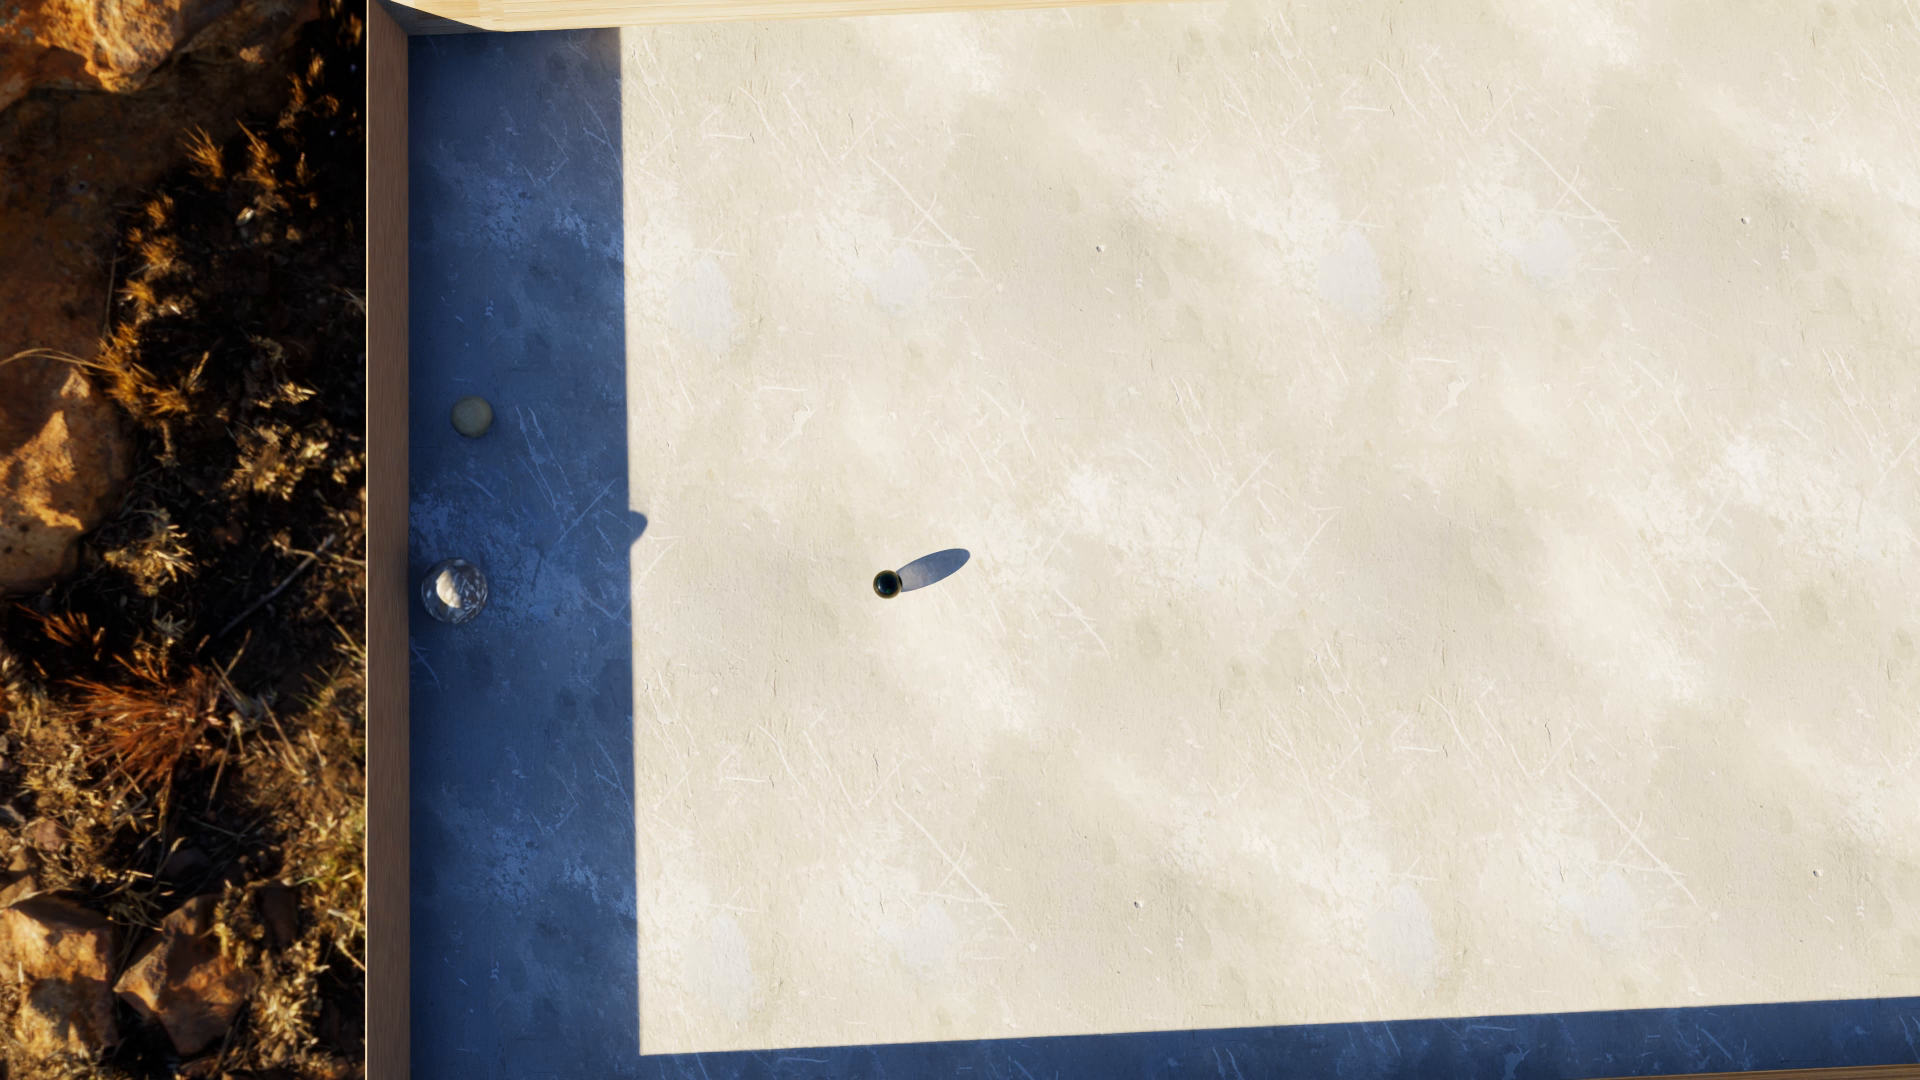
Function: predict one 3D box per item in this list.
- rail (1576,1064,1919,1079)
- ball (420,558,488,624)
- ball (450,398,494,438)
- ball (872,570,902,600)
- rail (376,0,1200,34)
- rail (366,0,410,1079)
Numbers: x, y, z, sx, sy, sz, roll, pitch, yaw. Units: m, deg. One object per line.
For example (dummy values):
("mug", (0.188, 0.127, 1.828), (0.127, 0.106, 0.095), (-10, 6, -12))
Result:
("rail", (0.898, 0.786, 3.115), (3.445, 0.128, 0.045), (-3, 80, 0))
("ball", (-0.748, 0.074, 3.255), (0.098, 0.098, 0.098), (0, 80, 0))
("ball", (-0.737, -0.184, 3.318), (0.063, 0.063, 0.063), (0, 80, 0))
("ball", (-0.108, 0.067, 3.284), (0.045, 0.045, 0.045), (0, 80, 0))
("rail", (0.822, -0.875, 3.405), (3.445, 0.128, 0.045), (-3, 80, 0))
("rail", (-0.837, 0.031, 3.247), (0.045, 0.128, 1.735), (-3, 80, 0))
